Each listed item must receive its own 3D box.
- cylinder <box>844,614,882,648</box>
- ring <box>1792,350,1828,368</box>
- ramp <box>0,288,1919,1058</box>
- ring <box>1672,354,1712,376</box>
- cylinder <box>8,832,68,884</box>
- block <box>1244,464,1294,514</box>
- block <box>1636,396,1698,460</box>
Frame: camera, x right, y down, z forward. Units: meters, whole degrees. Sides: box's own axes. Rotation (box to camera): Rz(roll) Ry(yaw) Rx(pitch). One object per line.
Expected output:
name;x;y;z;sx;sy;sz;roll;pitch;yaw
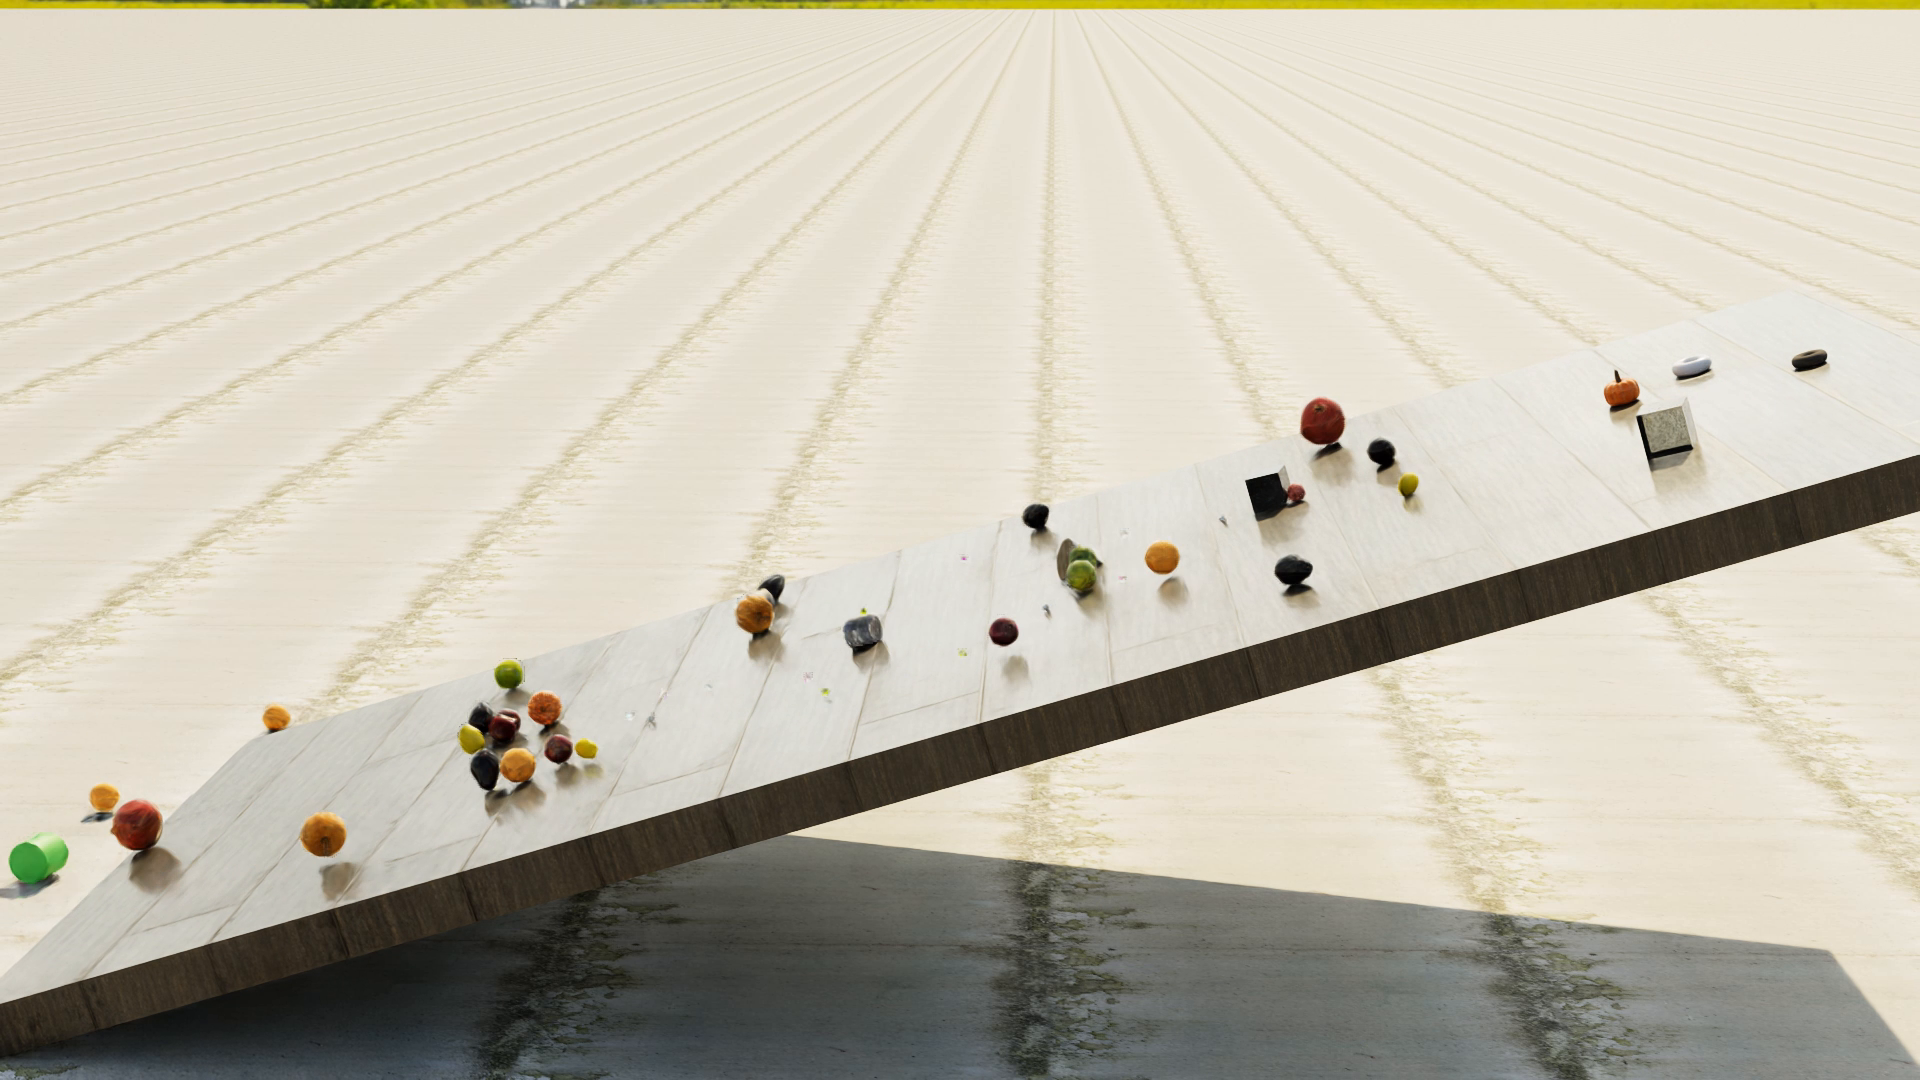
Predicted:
cylinder;-0.208;0.195;6.306;0.061;0.061;0.061;-13;5;25
ring;1.789;-0.381;6.195;0.075;0.025;0.075;-18;9;3
ramp;0.094;0.186;6.317;4.000;0.100;2.000;-16;10;5
ring;1.616;-0.385;6.493;0.089;0.030;0.089;-17;11;4
cylinder;-2.075;0.715;6.624;0.095;0.095;0.095;2;10;10
block;0.679;-0.113;6.447;0.077;0.077;0.077;-13;11;21
block;1.394;-0.222;5.799;0.091;0.091;0.091;-13;11;23
